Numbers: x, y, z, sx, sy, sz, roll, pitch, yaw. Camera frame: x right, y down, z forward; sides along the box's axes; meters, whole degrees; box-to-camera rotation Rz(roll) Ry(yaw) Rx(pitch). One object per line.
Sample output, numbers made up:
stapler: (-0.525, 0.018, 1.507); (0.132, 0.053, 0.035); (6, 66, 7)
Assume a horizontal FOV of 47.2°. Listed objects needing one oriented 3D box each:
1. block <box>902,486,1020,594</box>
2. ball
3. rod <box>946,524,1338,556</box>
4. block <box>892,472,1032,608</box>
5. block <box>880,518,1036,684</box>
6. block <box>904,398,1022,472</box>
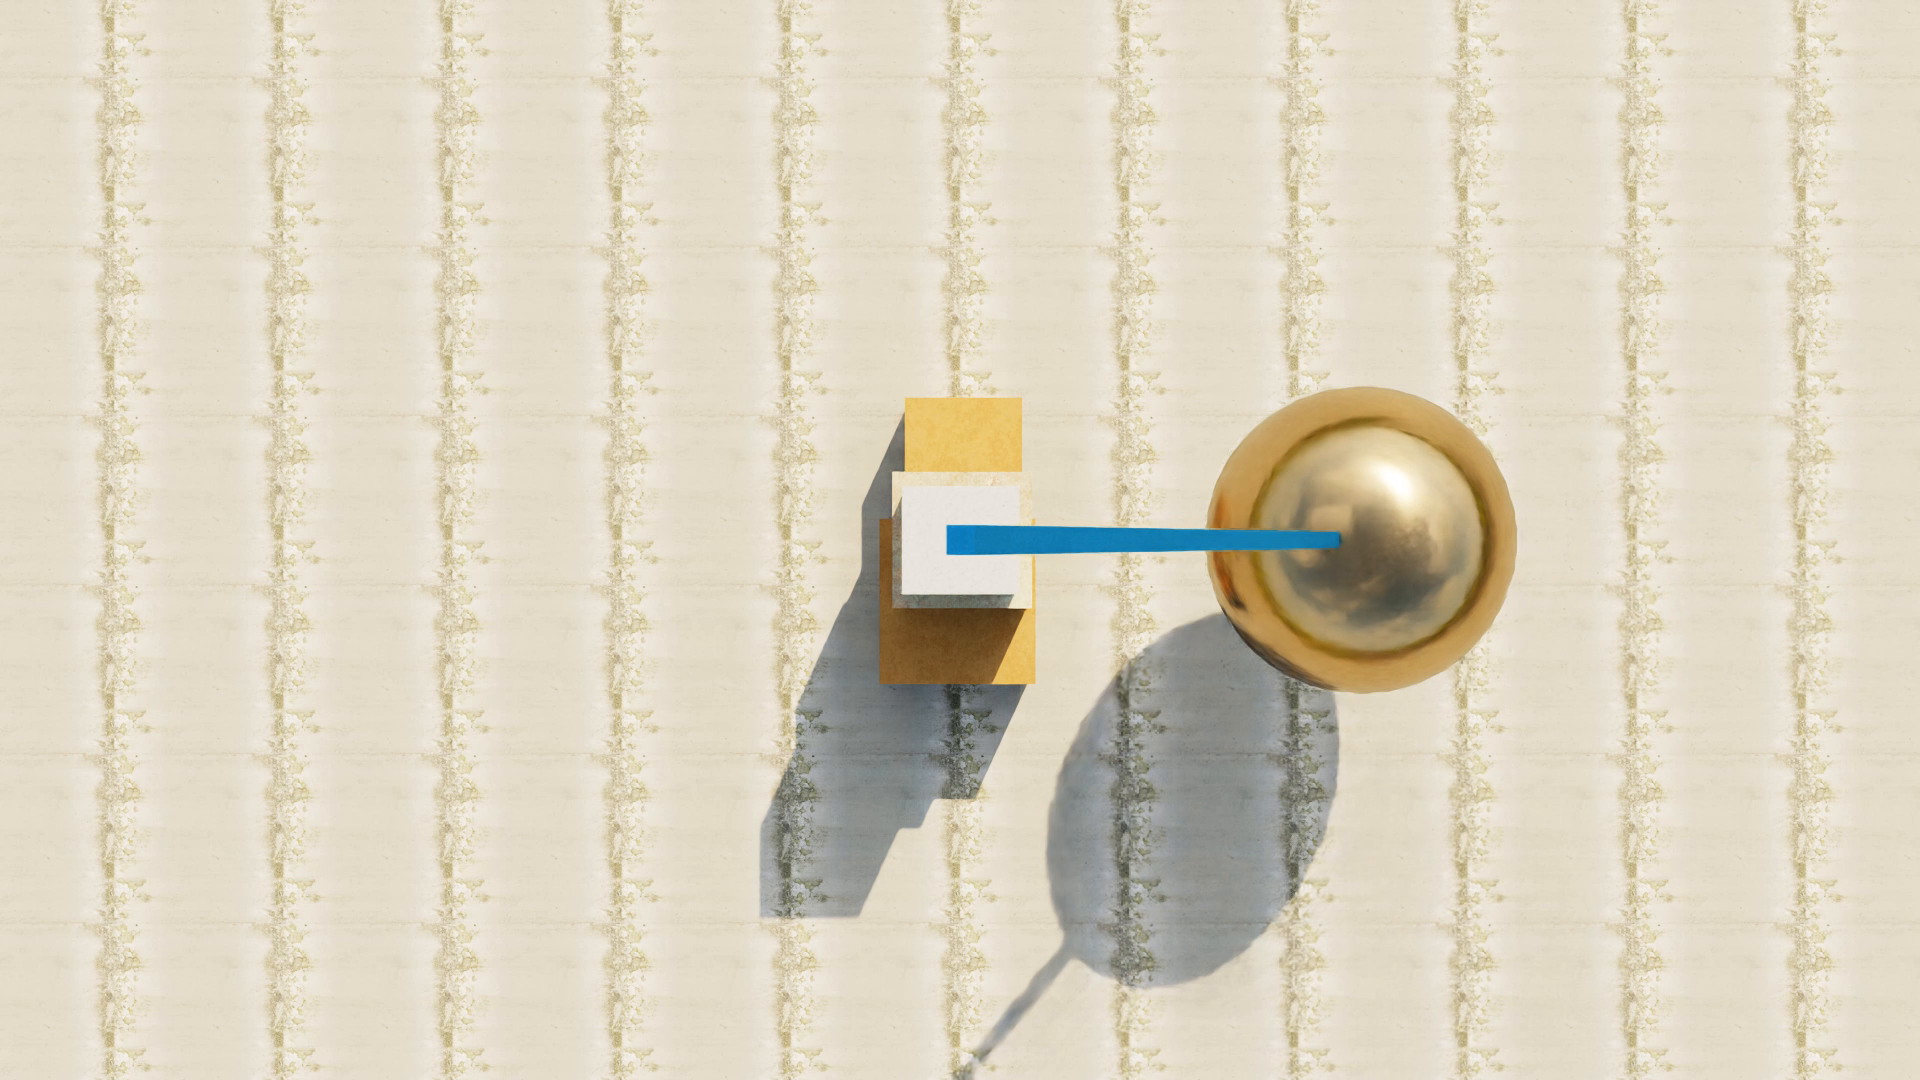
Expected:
block: (0.004, 0.000, 11.299); (0.586, 0.633, 0.541); (0, 90, 0)
ball: (2.074, 0.000, 11.419); (1.600, 1.600, 1.600); (0, 90, 0)
rod: (0.899, 0.000, 8.229); (0.080, 5.200, 0.080); (0, 90, 20)
block: (0.011, 0.000, 11.933); (0.738, 0.635, 0.720); (0, 90, 0)
block: (-0.014, 0.342, 12.625); (0.869, 0.750, 0.920); (0, 90, 0)
block: (0.020, -0.465, 12.691); (0.659, 0.618, 0.675); (0, 90, 0)
